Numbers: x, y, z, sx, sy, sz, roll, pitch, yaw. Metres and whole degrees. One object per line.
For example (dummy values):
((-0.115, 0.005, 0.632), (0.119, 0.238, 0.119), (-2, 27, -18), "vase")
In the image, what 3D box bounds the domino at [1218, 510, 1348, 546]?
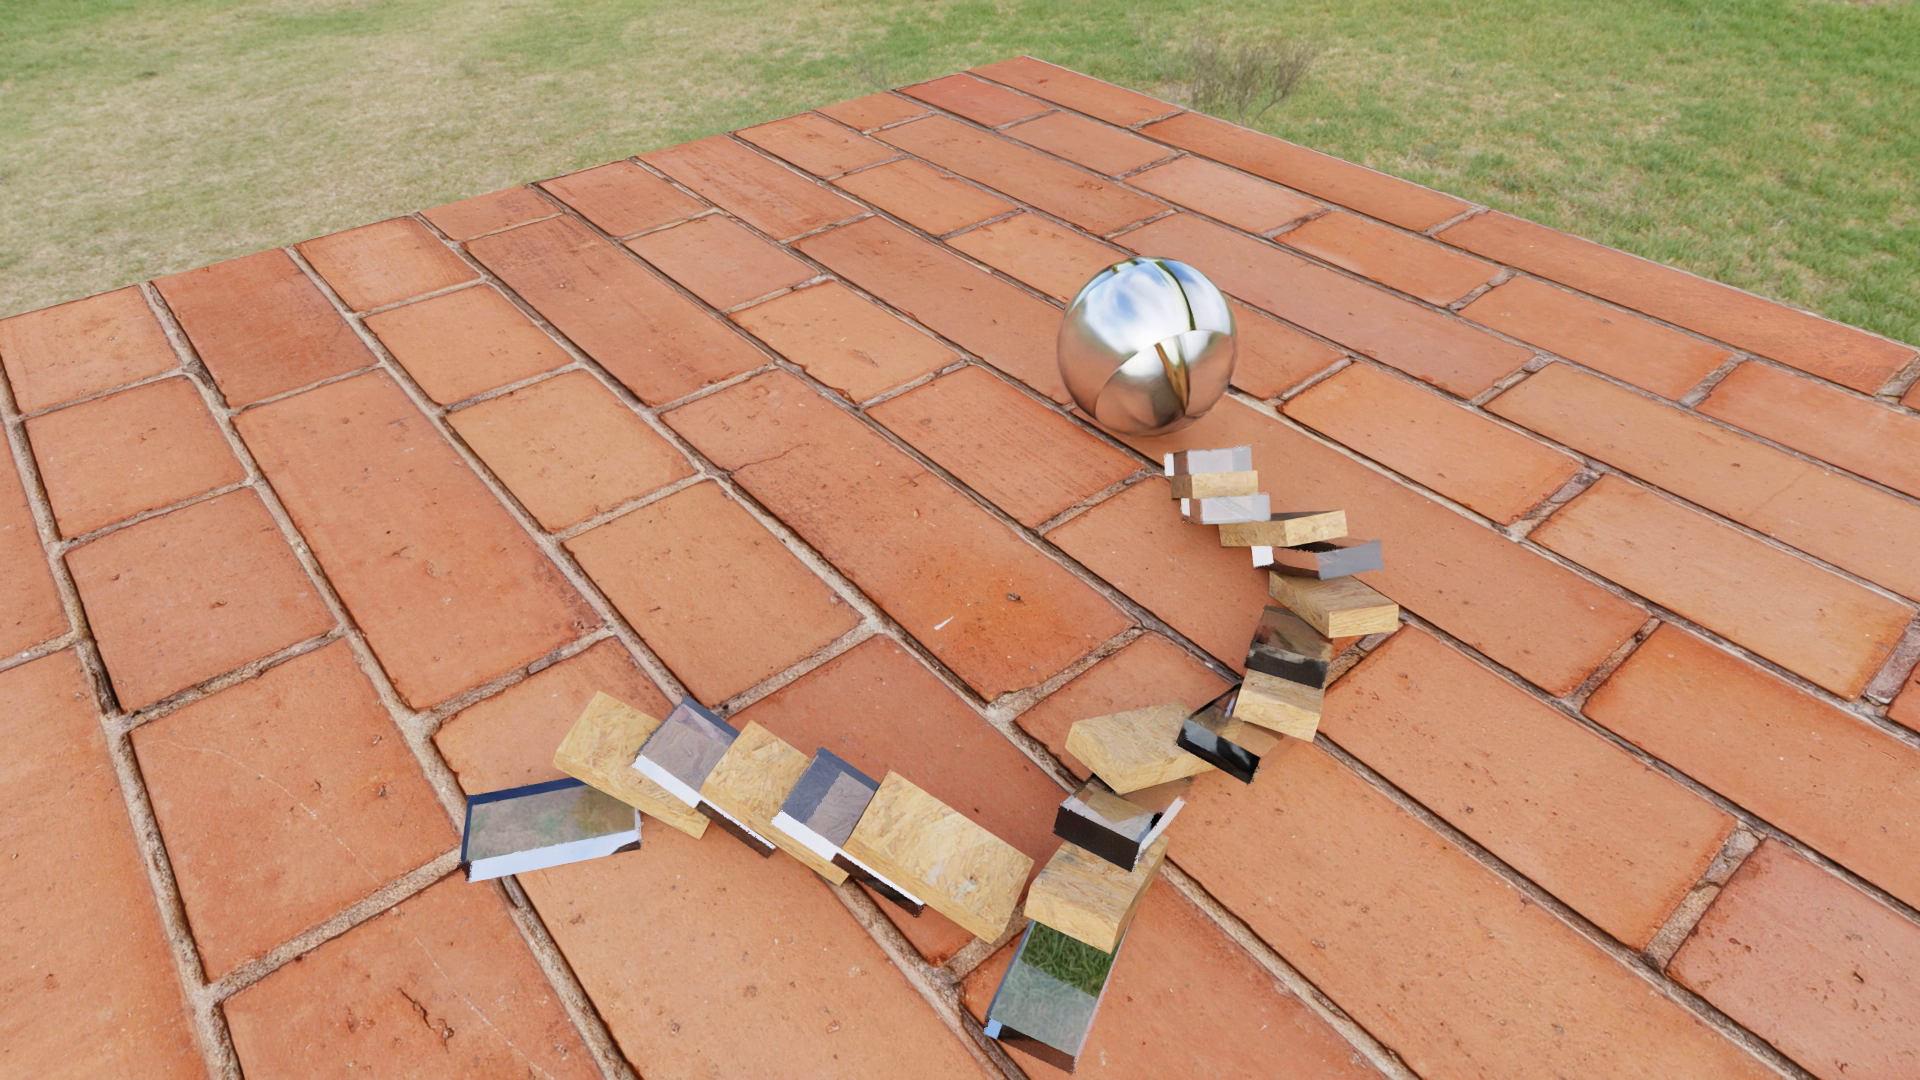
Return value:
((0.124, -0.004, 0.425), (0.025, 0.009, 0.050), (-10, 2, -14), "domino")

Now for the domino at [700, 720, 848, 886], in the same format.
((-0.050, 0.079, 0.332), (0.050, 0.010, 0.025), (33, 45, 1), "domino")

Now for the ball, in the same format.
((0.084, -0.086, 0.493), (0.080, 0.080, 0.080), (0, 39, 0), "ball")

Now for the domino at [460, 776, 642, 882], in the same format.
((-0.125, 0.087, 0.338), (0.050, 0.009, 0.025), (-9, 40, -11), "domino")

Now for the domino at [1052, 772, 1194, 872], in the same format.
((0.050, 0.079, 0.332), (0.025, 0.009, 0.050), (21, 21, 24), "domino")

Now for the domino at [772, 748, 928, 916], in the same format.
((-0.027, 0.086, 0.324), (0.050, 0.010, 0.025), (32, 45, 2), "domino")

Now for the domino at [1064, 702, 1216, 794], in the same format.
((0.060, 0.065, 0.348), (0.050, 0.010, 0.025), (-3, 27, -39), "domino")

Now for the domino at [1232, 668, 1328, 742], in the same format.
((0.107, 0.050, 0.365), (0.025, 0.009, 0.050), (17, 17, 17), "domino")

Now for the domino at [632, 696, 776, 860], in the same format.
((-0.072, 0.073, 0.339), (0.050, 0.009, 0.025), (34, 45, 2), "domino")

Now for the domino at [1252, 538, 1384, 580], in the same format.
((0.134, 0.006, 0.416), (0.025, 0.010, 0.050), (-10, 6, -11), "domino")

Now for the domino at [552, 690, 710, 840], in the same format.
((-0.097, 0.070, 0.342), (0.050, 0.010, 0.025), (28, 41, -5), "domino")

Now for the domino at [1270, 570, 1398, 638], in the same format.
((0.135, 0.022, 0.402), (0.025, 0.010, 0.050), (-6, 15, -7), "domino")

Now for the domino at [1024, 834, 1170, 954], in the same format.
((0.040, 0.095, 0.312), (0.025, 0.009, 0.050), (18, 19, 22), "domino")

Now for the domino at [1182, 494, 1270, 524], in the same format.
((0.104, -0.012, 0.435), (0.025, 0.010, 0.050), (-3, 3, 3), "domino")

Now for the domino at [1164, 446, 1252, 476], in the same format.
((0.103, -0.033, 0.460), (0.025, 0.009, 0.050), (-3, 3, 0), "domino")

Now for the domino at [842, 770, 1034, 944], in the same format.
((-0.006, 0.091, 0.317), (0.050, 0.009, 0.025), (32, 45, 2), "domino")

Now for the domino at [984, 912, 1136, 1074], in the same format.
((0.029, 0.116, 0.302), (0.025, 0.010, 0.050), (17, 42, 20), "domino")

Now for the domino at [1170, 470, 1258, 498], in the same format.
((0.102, -0.022, 0.448), (0.025, 0.010, 0.050), (-3, 3, 2), "domino")

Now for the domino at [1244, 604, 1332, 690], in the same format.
((0.116, 0.036, 0.383), (0.025, 0.009, 0.050), (15, 16, 18), "domino")

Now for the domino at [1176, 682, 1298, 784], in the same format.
((0.091, 0.061, 0.352), (0.025, 0.009, 0.050), (27, 20, 28), "domino")
